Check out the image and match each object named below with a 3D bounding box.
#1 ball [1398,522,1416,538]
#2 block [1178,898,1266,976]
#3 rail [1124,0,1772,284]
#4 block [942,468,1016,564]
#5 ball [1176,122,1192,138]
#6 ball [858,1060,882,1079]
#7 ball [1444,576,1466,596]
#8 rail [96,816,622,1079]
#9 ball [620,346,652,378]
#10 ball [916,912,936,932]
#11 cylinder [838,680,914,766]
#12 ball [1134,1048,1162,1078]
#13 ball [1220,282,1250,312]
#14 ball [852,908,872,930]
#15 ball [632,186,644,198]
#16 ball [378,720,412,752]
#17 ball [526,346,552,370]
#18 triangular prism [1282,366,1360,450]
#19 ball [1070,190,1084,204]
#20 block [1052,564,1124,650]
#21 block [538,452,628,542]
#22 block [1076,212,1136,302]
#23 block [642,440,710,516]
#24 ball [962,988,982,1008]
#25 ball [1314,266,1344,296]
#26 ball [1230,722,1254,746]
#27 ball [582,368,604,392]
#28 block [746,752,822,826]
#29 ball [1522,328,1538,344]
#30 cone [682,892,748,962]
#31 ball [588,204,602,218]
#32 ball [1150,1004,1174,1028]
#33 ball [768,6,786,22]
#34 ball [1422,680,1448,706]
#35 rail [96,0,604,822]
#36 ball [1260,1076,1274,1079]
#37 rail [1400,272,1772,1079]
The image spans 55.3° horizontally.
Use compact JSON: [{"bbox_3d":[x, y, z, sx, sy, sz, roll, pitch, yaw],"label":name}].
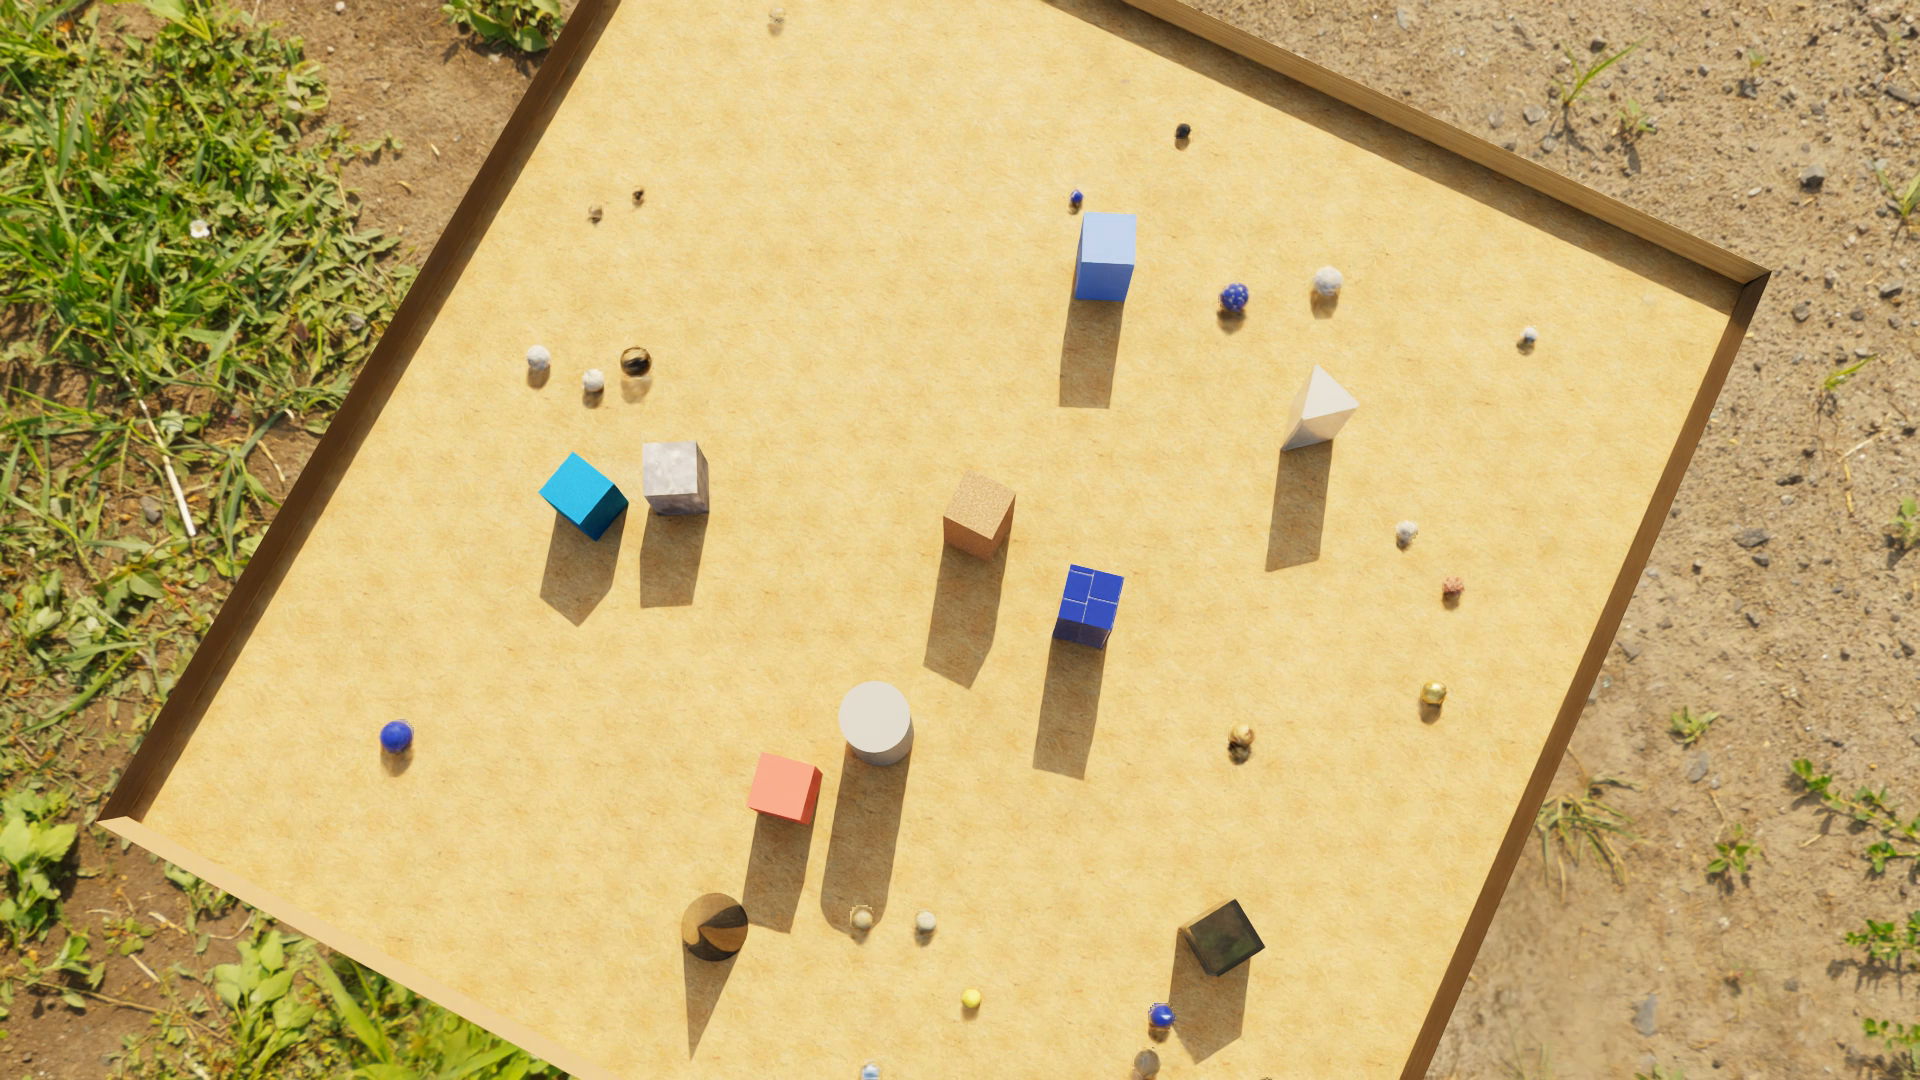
[{"bbox_3d":[1.367,-0.031,5.596,0.053,0.053,0.053,0,78,0],"label":"ball"},{"bbox_3d":[0.749,1.139,5.257,0.158,0.243,0.158,-30,80,-6],"label":"block"},{"bbox_3d":[0.828,-1.616,5.884,3.736,0.128,0.045,26,80,5],"label":"rail"},{"bbox_3d":[0.056,-0.067,5.443,0.158,0.367,0.158,26,80,5],"label":"block"},{"bbox_3d":[0.716,-1.310,5.863,0.050,0.050,0.050,0,78,0],"label":"ball"},{"bbox_3d":[-0.258,1.531,5.267,0.065,0.065,0.065,0,78,0],"label":"ball"},{"bbox_3d":[1.501,0.139,5.557,0.060,0.060,0.060,0,78,0],"label":"ball"},{"bbox_3d":[-0.828,1.629,5.213,3.736,0.128,0.045,26,80,5],"label":"rail"},{"bbox_3d":[-1.005,-0.551,5.680,0.099,0.099,0.099,0,78,0],"label":"ball"},{"bbox_3d":[-0.099,1.117,5.355,0.060,0.060,0.060,0,78,0],"label":"ball"},{"bbox_3d":[-0.236,0.533,5.268,0.197,0.466,0.197,0,78,0],"label":"cylinder"},{"bbox_3d":[0.539,1.503,5.265,0.079,0.079,0.079,0,78,0],"label":"ball"},{"bbox_3d":[0.860,-0.761,5.727,0.091,0.091,0.091,0,78,0],"label":"ball"},{"bbox_3d":[-0.286,1.106,5.356,0.063,0.063,0.063,0,78,0],"label":"ball"},{"bbox_3d":[-1.024,-1.106,5.824,0.041,0.041,0.041,0,78,0],"label":"ball"},{"bbox_3d":[-1.677,0.585,5.447,0.096,0.096,0.096,0,78,0],"label":"ball"},{"bbox_3d":[-1.310,-0.566,5.694,0.078,0.078,0.078,0,78,0],"label":"ball"},{"bbox_3d":[1.059,-0.405,5.515,0.171,0.364,0.148,-14,79,-3],"label":"triangular prism"},{"bbox_3d":[0.370,-1.089,5.819,0.045,0.045,0.045,0,78,0],"label":"ball"},{"bbox_3d":[0.373,0.200,5.384,0.158,0.374,0.158,14,79,3],"label":"block"},{"bbox_3d":[-1.129,-0.128,5.514,0.158,0.254,0.158,37,81,7],"label":"block"},{"bbox_3d":[0.445,-0.866,5.626,0.158,0.333,0.158,3,78,1],"label":"block"},{"bbox_3d":[-0.852,-0.183,5.515,0.158,0.273,0.158,-3,78,-1],"label":"block"},{"bbox_3d":[0.035,1.329,5.314,0.054,0.054,0.054,0,78,0],"label":"ball"},{"bbox_3d":[1.154,-0.811,5.738,0.092,0.092,0.092,0,78,0],"label":"ball"},{"bbox_3d":[0.842,0.580,5.460,0.072,0.072,0.072,0,78,0],"label":"ball"},{"bbox_3d":[-1.137,-0.496,5.684,0.070,0.070,0.070,0,78,0],"label":"ball"},{"bbox_3d":[-0.506,0.724,5.313,0.158,0.301,0.158,14,79,3],"label":"block"},{"bbox_3d":[1.779,-0.639,5.724,0.050,0.050,0.050,0,78,0],"label":"ball"},{"bbox_3d":[-0.720,1.099,5.202,0.197,0.366,0.197,0,78,0],"label":"cone"},{"bbox_3d":[-1.156,-1.043,5.811,0.043,0.043,0.043,0,78,0],"label":"ball"},{"bbox_3d":[0.585,1.377,5.298,0.066,0.066,0.066,0,78,0],"label":"ball"},{"bbox_3d":[-0.592,-1.705,5.942,0.055,0.055,0.055,0,78,0],"label":"ball"},{"bbox_3d":[1.420,0.456,5.484,0.075,0.075,0.075,0,78,0],"label":"ball"},{"bbox_3d":[-1.649,-0.801,5.716,0.045,0.128,3.752,26,80,5],"label":"rail"},{"bbox_3d":[0.882,1.575,5.255,0.070,0.070,0.070,0,78,0],"label":"ball"},{"bbox_3d":[1.649,0.814,5.381,0.045,0.128,3.752,26,80,5],"label":"rail"}]
